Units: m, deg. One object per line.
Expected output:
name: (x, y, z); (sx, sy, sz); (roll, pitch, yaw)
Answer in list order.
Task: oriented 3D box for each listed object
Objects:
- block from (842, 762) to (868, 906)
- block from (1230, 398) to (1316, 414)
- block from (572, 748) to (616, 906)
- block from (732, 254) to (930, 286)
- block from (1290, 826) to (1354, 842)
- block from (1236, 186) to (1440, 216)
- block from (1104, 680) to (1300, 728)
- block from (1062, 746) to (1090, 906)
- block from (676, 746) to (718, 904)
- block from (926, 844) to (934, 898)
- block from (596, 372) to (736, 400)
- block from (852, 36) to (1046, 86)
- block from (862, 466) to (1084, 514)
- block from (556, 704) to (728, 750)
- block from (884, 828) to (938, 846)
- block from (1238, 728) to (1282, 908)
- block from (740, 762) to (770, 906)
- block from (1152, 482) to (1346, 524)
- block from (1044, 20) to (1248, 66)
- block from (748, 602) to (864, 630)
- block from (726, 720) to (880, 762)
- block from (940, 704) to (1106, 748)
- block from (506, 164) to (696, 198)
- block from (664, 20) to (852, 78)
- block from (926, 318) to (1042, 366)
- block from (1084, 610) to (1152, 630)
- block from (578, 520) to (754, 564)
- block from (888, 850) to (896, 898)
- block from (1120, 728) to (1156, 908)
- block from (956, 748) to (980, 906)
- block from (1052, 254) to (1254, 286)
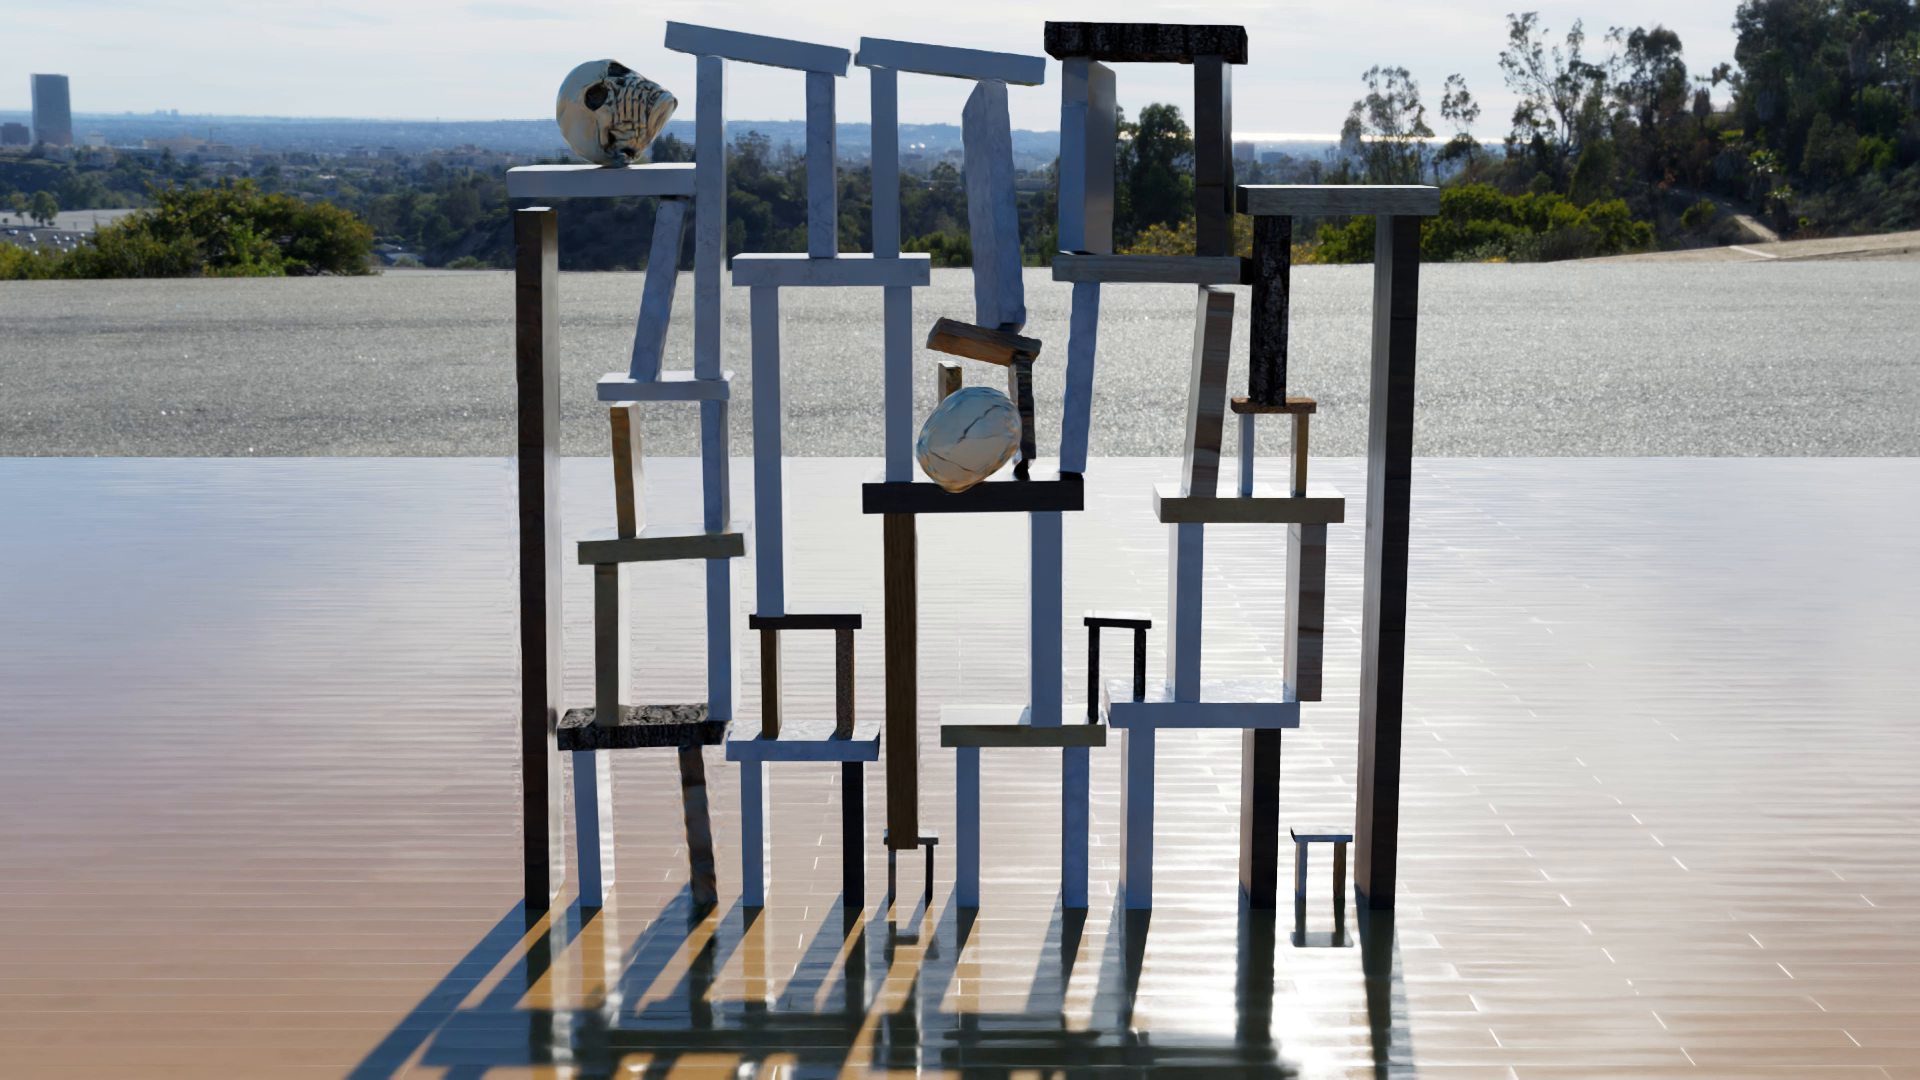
block: (-0.174, 0.469, 3.647); (0.035, 0.247, 0.123); (0, 11, 0)
block: (0.502, -0.215, 3.525); (0.128, 0.018, 0.064); (0, 11, -1)
block: (-0.607, 0.459, 3.648); (0.037, 0.264, 0.132); (-1, 11, 0)
block: (-0.201, -0.429, 3.485); (0.307, 0.043, 0.153); (0, 10, -1)
block: (0.600, 0.488, 3.652); (0.096, 0.014, 0.048); (0, 11, 0)
block: (0.590, -0.535, 3.457); (0.296, 0.042, 0.148); (0, 11, 0)
block: (0.394, 0.268, 3.612); (0.305, 0.043, 0.153); (0, 11, 0)
block: (0.191, 0.456, 3.647); (0.038, 0.268, 0.134); (0, 9, 1)
block: (-0.438, 0.457, 3.656); (0.037, 0.264, 0.132); (-6, 11, -9)
block: (-0.051, 0.544, 3.664); (0.013, 0.092, 0.046); (1, 11, 0)
block: (-0.470, -0.248, 3.532); (0.209, 0.030, 0.104); (-1, 13, 0)
block: (-0.019, -0.748, 3.443); (0.288, 0.041, 0.144); (5, 10, -7)
block: (0.020, -0.083, 3.556); (0.350, 0.050, 0.175); (-1, 10, 0)
block: (-0.522, 0.307, 3.624); (0.264, 0.037, 0.132); (-2, 10, -1)
block: (-0.081, 0.494, 3.654); (0.092, 0.013, 0.046); (0, 10, 0)
block: (0.496, 0.440, 3.644); (0.043, 0.305, 0.153); (0, 11, 0)
block: (-0.339, 0.469, 3.647); (0.035, 0.247, 0.123); (0, 11, 0)
block: (0.463, -0.060, 3.552); (0.292, 0.041, 0.146); (0, 11, 0)
block: (0.295, -0.783, 3.467); (0.307, 0.043, 0.153); (4, 6, 10)
block: (-0.249, 0.123, 3.579); (0.181, 0.026, 0.090); (0, 11, 0)
block: (-0.256, 0.330, 3.621); (0.247, 0.035, 0.123); (0, 11, 0)
block: (0.102, 0.305, 3.621); (0.268, 0.038, 0.134); (0, 10, 0)
block: (-0.555, -0.564, 3.447); (0.287, 0.041, 0.144); (-1, 13, -3)
block: (-0.311, -0.762, 3.421); (0.280, 0.040, 0.140); (8, 9, -2)
block: (0.038, -0.318, 3.572); (0.171, 0.024, 0.086); (12, -16, -11)
block: (0.258, 0.130, 3.587); (0.110, 0.016, 0.055); (2, 10, 4)
block: (-0.476, 0.004, 3.567); (0.266, 0.038, 0.133); (-3, 9, 1)
block: (-0.112, 0.544, 3.664); (0.013, 0.092, 0.046); (0, 11, 0)
block: (0.293, 0.440, 3.644); (0.043, 0.305, 0.153); (0, 11, 0)
block: (0.013, 0.457, 3.646); (0.038, 0.268, 0.134); (0, 10, 0)
block: (0.308, -0.430, 3.507); (0.298, 0.042, 0.149); (3, 6, 15)
